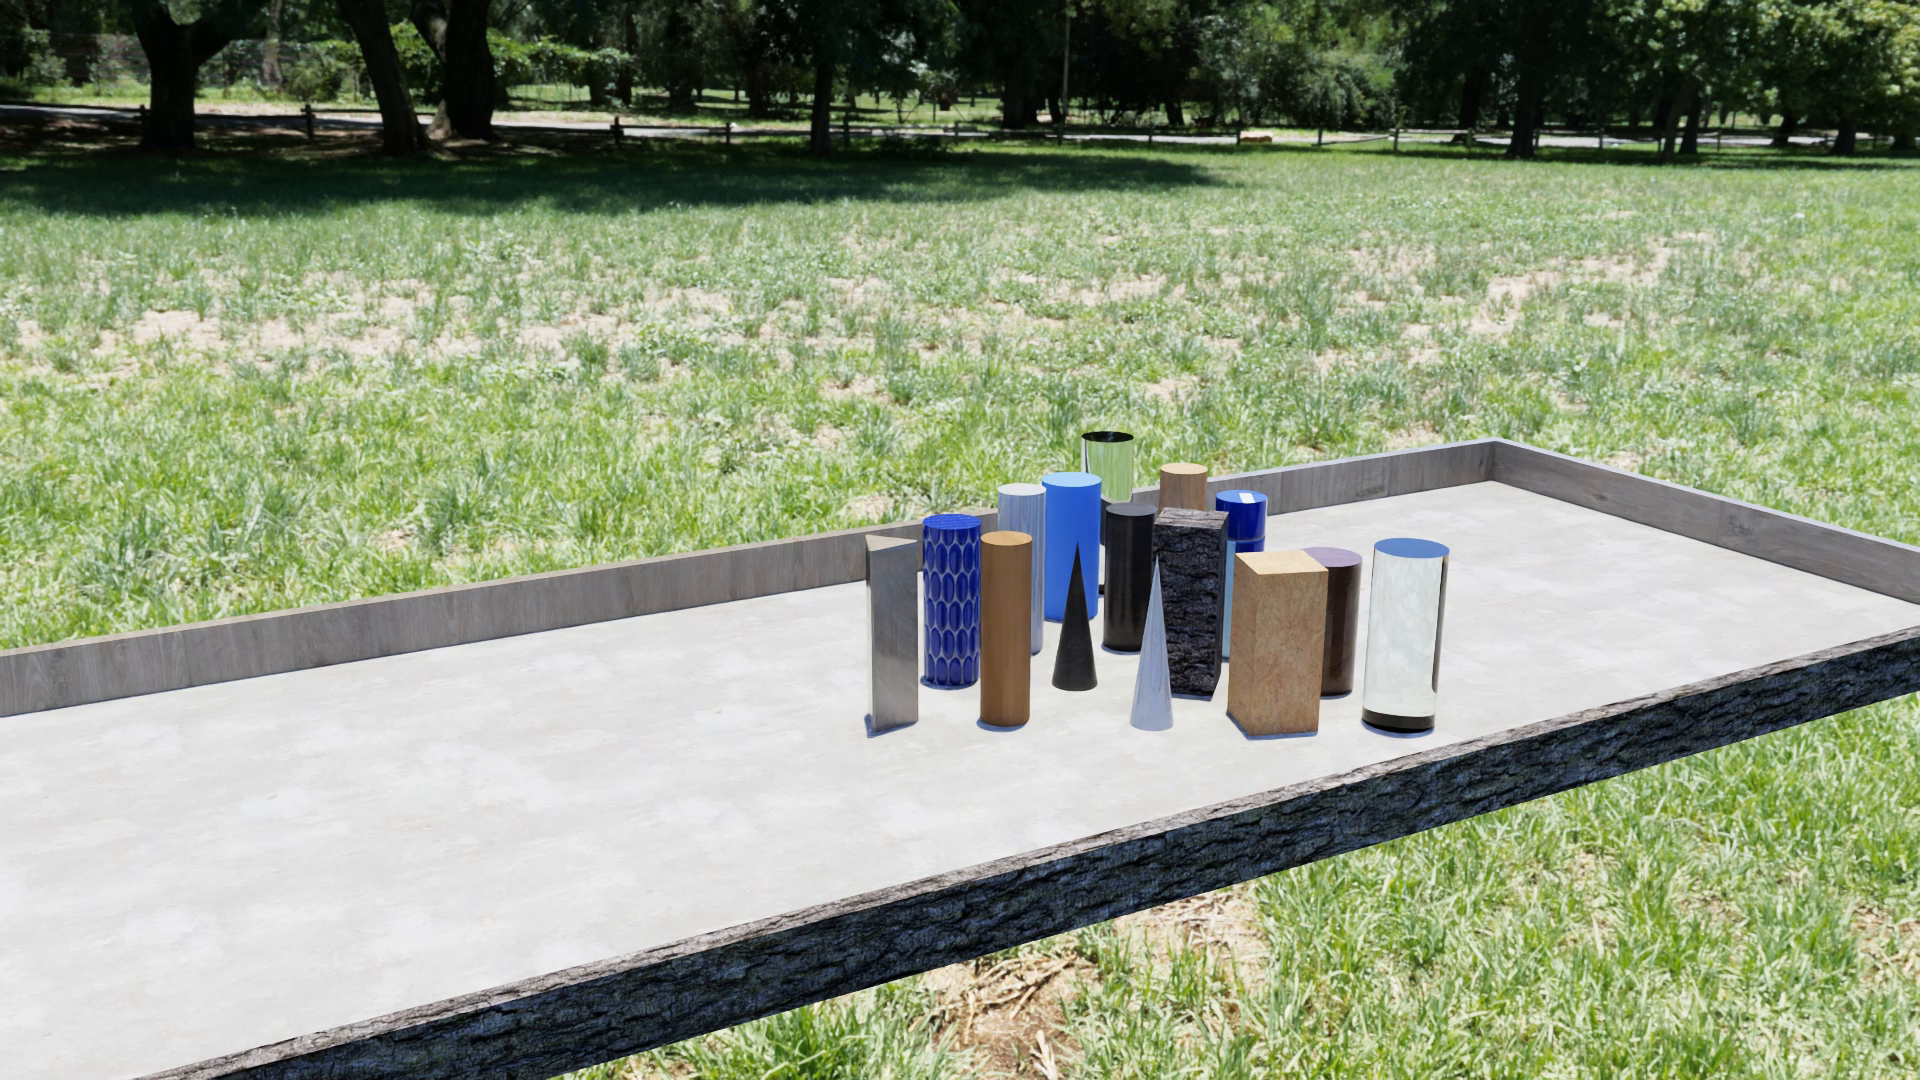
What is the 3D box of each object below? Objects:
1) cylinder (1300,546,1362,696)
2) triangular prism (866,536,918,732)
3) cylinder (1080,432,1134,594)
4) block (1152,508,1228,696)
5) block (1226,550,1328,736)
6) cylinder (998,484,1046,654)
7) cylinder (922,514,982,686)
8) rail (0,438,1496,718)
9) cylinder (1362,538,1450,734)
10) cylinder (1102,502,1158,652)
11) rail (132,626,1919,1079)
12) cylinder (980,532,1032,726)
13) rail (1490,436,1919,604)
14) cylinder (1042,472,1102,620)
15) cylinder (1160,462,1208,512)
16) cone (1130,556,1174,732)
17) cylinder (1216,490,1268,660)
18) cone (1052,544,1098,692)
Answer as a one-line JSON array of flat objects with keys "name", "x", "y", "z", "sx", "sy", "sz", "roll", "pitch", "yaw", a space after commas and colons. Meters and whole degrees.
[{"name": "cylinder", "x": 0.900, "y": 0.200, "z": 4.084, "sx": 0.168, "sy": 0.333, "sz": 0.168, "roll": 0, "pitch": 16, "yaw": 0}, {"name": "triangular prism", "x": -0.183, "y": 0.212, "z": 3.849, "sx": 0.129, "sy": 0.441, "sz": 0.112, "roll": -12, "pitch": 20, "yaw": -36}, {"name": "cylinder", "x": 0.426, "y": -0.080, "z": 4.820, "sx": 0.151, "sy": 0.454, "sz": 0.151, "roll": 0, "pitch": 16, "yaw": 0}, {"name": "block", "x": 0.565, "y": 0.152, "z": 4.079, "sx": 0.160, "sy": 0.428, "sz": 0.160, "roll": 5, "pitch": 17, "yaw": 15}, {"name": "block", "x": 0.738, "y": 0.238, "z": 3.848, "sx": 0.166, "sy": 0.392, "sz": 0.166, "roll": -3, "pitch": 17, "yaw": -9}, {"name": "cylinder", "x": 0.161, "y": 0.075, "z": 4.333, "sx": 0.126, "sy": 0.431, "sz": 0.126, "roll": 0, "pitch": 16, "yaw": 0}, {"name": "cylinder", "x": -0.020, "y": 0.149, "z": 4.126, "sx": 0.145, "sy": 0.406, "sz": 0.145, "roll": 0, "pitch": 16, "yaw": 0}, {"name": "rail", "x": -3.305, "y": 0.497, "z": 3.399, "sx": 12.000, "sy": 0.150, "sz": 0.050, "roll": -9, "pitch": 18, "yaw": -27}, {"name": "cylinder", "x": 1.038, "y": 0.222, "z": 3.849, "sx": 0.169, "sy": 0.424, "sz": 0.169, "roll": 0, "pitch": 16, "yaw": 0}, {"name": "cylinder", "x": 0.449, "y": 0.097, "z": 4.362, "sx": 0.135, "sy": 0.373, "sz": 0.135, "roll": 0, "pitch": 16, "yaw": 0}, {"name": "rail", "x": -2.336, "y": 1.006, "z": 1.665, "sx": 12.000, "sy": 0.150, "sz": 0.050, "roll": -9, "pitch": 18, "yaw": -27}, {"name": "cylinder", "x": 0.107, "y": 0.208, "z": 3.858, "sx": 0.118, "sy": 0.444, "sz": 0.118, "roll": 0, "pitch": 16, "yaw": 0}, {"name": "rail", "x": 2.466, "y": -0.048, "z": 5.253, "sx": 0.050, "sy": 0.150, "sz": 2.100, "roll": -9, "pitch": 18, "yaw": -27}, {"name": "cylinder", "x": 0.308, "y": 0.017, "z": 4.613, "sx": 0.165, "sy": 0.386, "sz": 0.165, "roll": 0, "pitch": 16, "yaw": 0}, {"name": "cylinder", "x": 0.613, "y": 0.008, "z": 4.574, "sx": 0.128, "sy": 0.425, "sz": 0.128, "roll": 0, "pitch": 16, "yaw": 0}, {"name": "cone", "x": 0.452, "y": 0.230, "z": 3.830, "sx": 0.106, "sy": 0.418, "sz": 0.106, "roll": 0, "pitch": 16, "yaw": 0}, {"name": "cylinder", "x": 0.724, "y": 0.091, "z": 4.296, "sx": 0.131, "sy": 0.423, "sz": 0.131, "roll": 0, "pitch": 16, "yaw": 0}, {"name": "cone", "x": 0.287, "y": 0.181, "z": 4.082, "sx": 0.117, "sy": 0.371, "sz": 0.117, "roll": 0, "pitch": 16, "yaw": 0}]
